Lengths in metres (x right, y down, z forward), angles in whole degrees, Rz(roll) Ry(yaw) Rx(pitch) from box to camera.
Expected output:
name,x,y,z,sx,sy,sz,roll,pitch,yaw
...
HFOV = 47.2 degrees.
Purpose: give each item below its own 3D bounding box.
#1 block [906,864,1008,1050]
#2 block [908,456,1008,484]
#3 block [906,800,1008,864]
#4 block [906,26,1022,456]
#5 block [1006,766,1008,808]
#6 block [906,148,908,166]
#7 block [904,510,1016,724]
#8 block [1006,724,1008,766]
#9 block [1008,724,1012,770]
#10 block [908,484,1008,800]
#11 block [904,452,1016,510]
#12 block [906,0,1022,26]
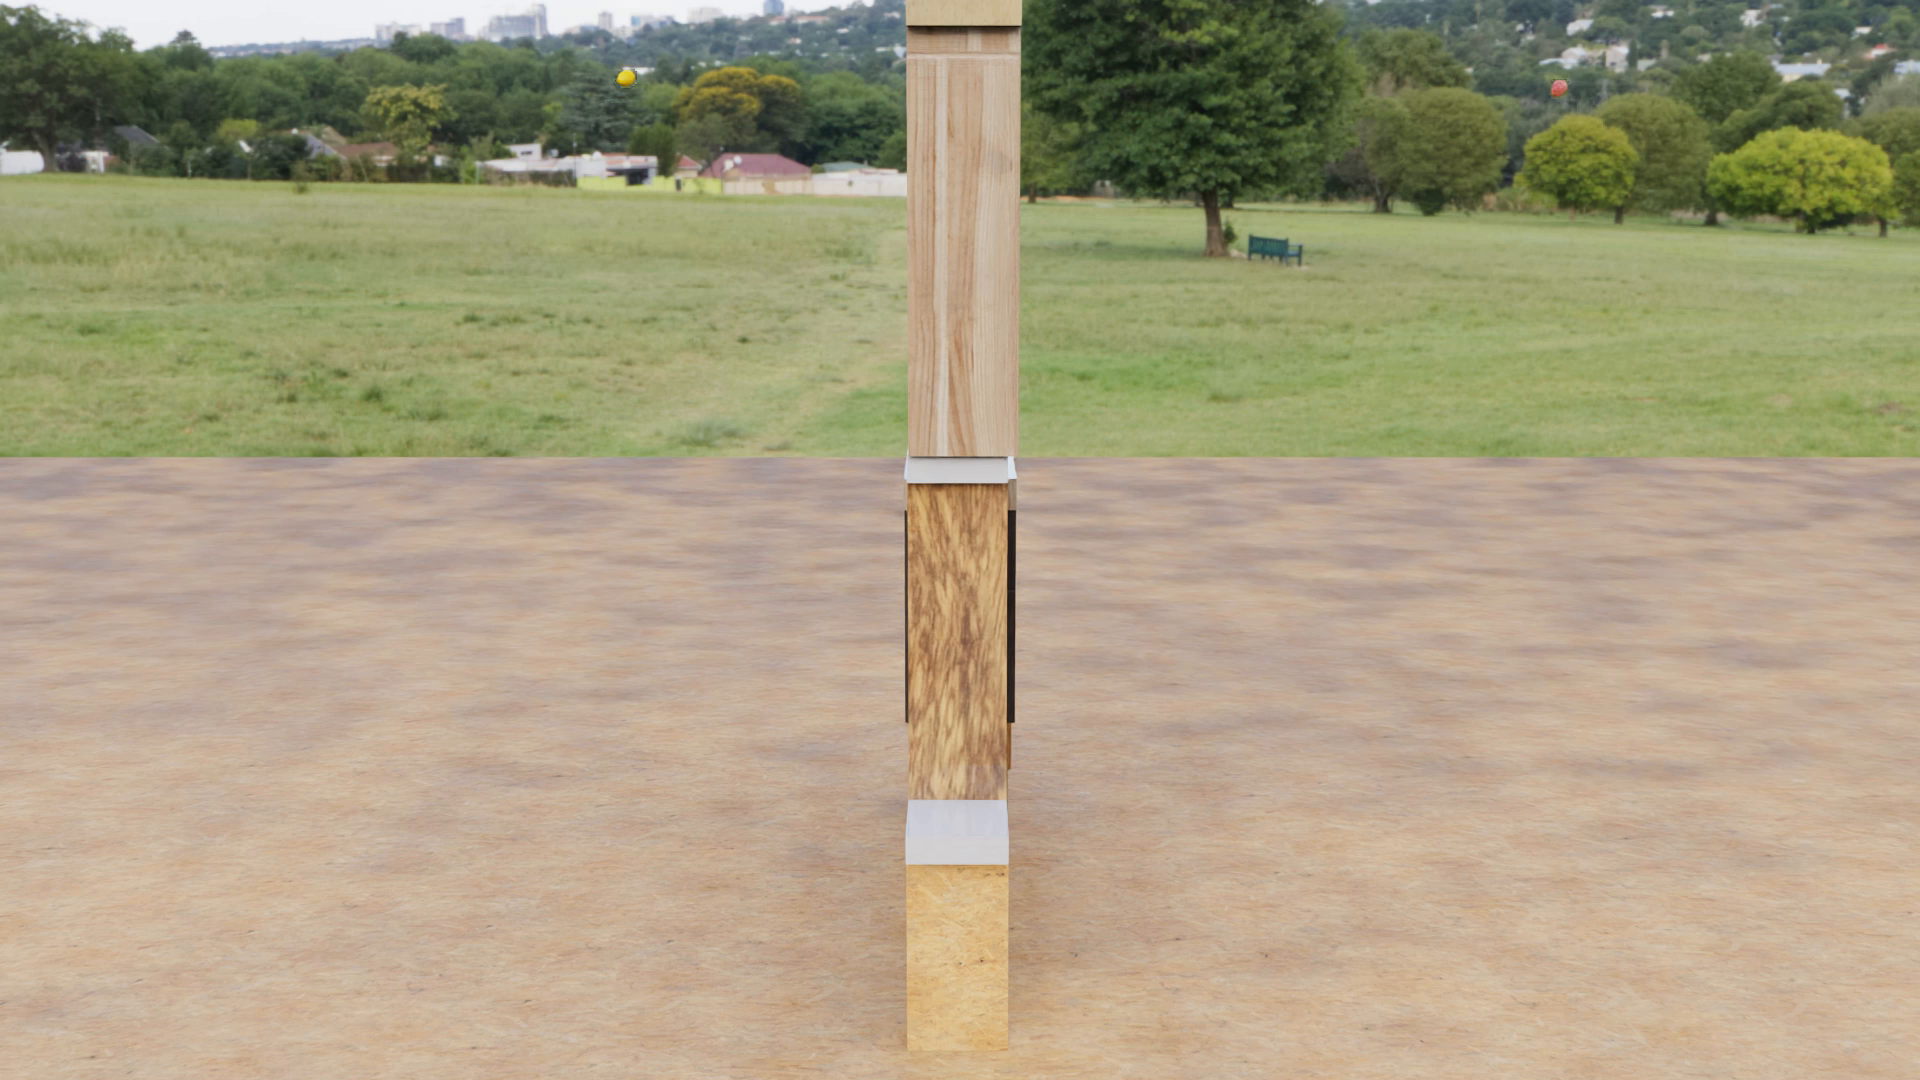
name,x,y,z,sx,sy,sz,roll,pitch,yaw
block,-0.003,0.566,3.037,0.139,0.278,0.039,0,11,0
block,-0.003,-0.122,3.144,0.138,0.039,0.276,0,11,0
block,-0.004,0.393,3.099,0.139,0.039,0.278,0,11,0
block,0.005,-0.398,2.959,0.150,0.570,0.043,0,11,0
block,0.004,0.480,3.487,0.141,0.283,0.040,0,11,0
block,0.002,-0.690,3.216,0.159,0.319,0.045,0,11,0
block,0.000,0.115,3.499,0.175,0.350,0.050,0,10,0
block,0.004,0.304,3.550,0.141,0.040,0.283,0,11,0
block,-0.001,0.144,3.743,0.175,0.496,0.050,0,11,0
block,-0.003,0.139,3.099,0.138,0.459,0.039,0,11,0
block,-0.001,-0.102,3.577,0.175,0.050,0.350,0,11,0
block,0.006,-0.717,3.001,0.150,0.043,0.301,0,10,0
